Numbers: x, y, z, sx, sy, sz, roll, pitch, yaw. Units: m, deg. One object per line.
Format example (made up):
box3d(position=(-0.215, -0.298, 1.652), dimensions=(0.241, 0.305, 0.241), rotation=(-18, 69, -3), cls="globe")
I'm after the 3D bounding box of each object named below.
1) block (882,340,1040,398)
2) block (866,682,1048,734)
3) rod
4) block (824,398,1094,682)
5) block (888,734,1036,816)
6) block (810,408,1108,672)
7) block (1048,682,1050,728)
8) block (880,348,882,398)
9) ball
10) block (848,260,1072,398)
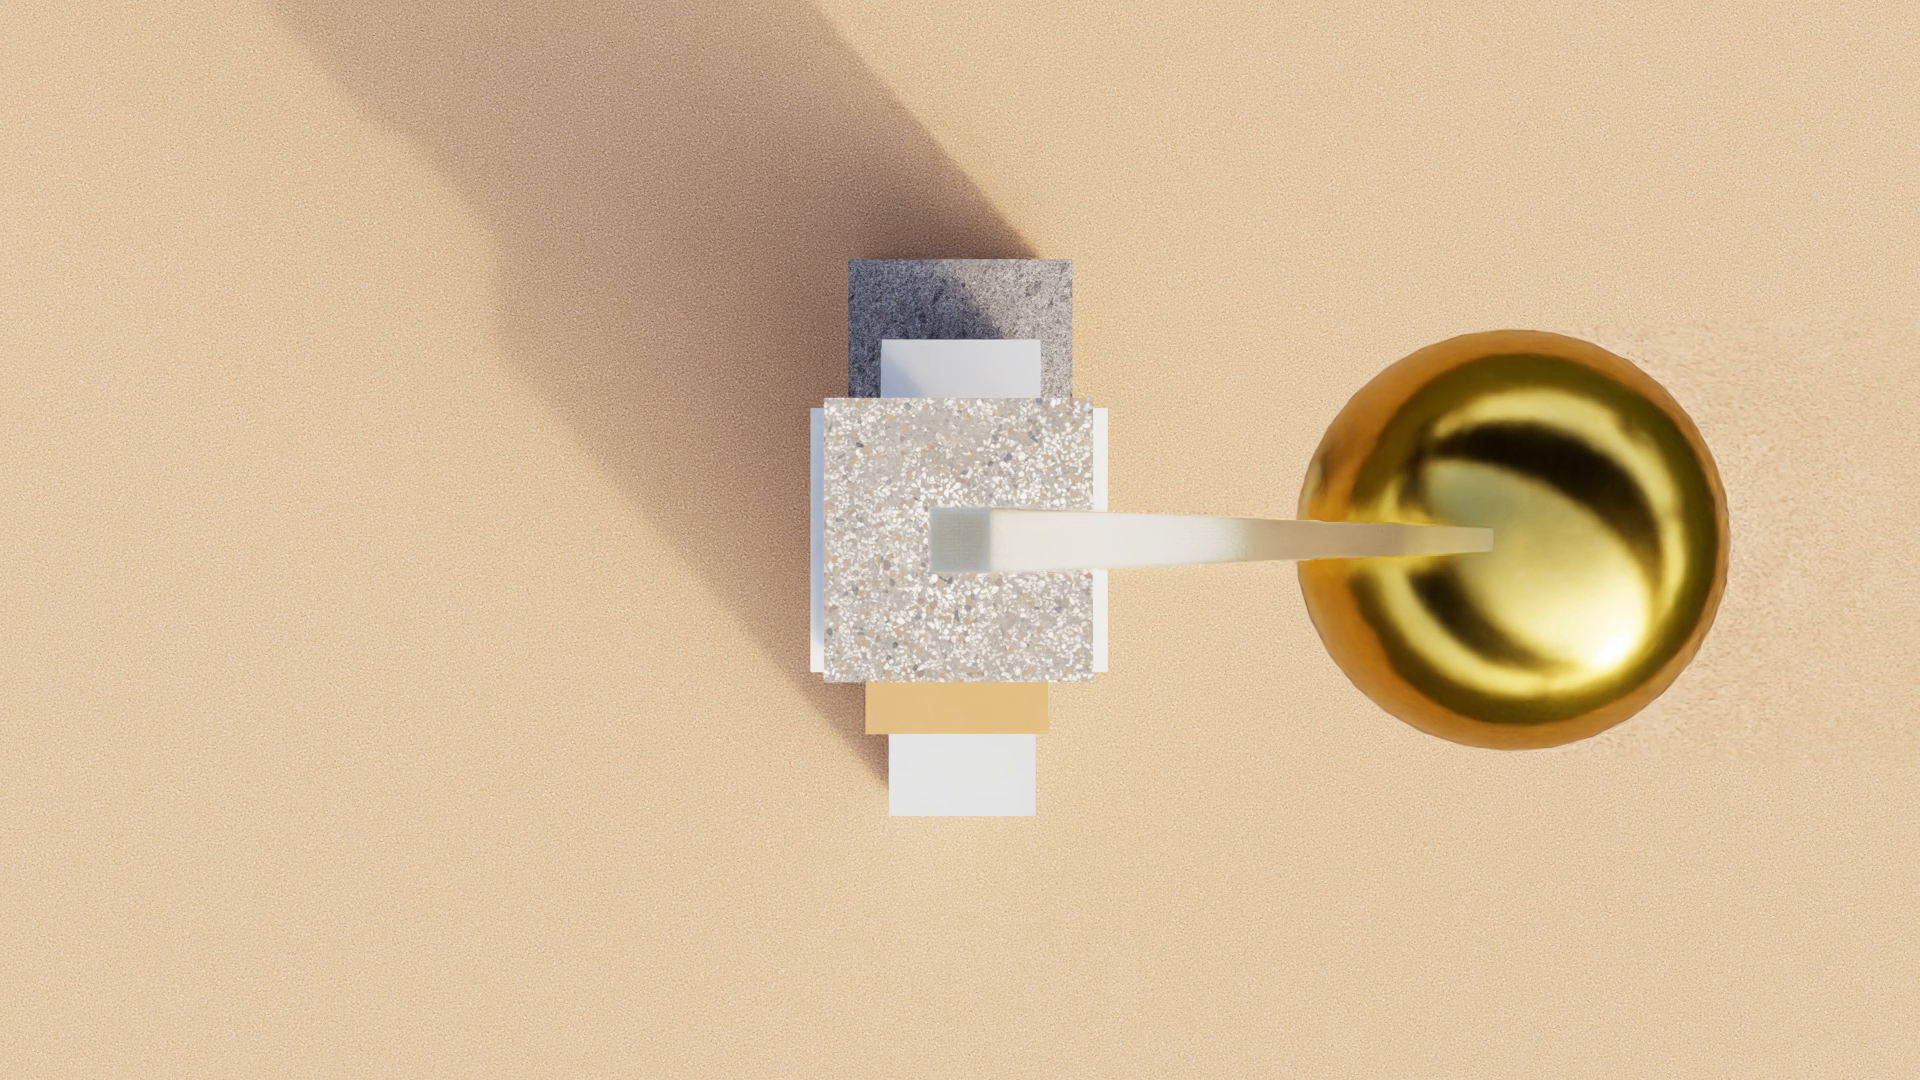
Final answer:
box3d(position=(0.005, -0.528, 10.697), dimensions=(0.747, 0.666, 0.817), rotation=(0, 88, 0), cls="block")
box3d(position=(-0.014, 0.413, 10.457), dimensions=(0.828, 0.958, 0.934), rotation=(0, 90, 0), cls="block")
box3d(position=(0.899, 0.000, 5.140), dimensions=(0.080, 5.200, 0.080), rotation=(0, 90, 20), cls="rod")
box3d(position=(-0.004, 0.000, 6.213), dimensions=(0.715, 0.758, 0.754), rotation=(0, 90, 0), cls="block")
box3d(position=(0.012, 1.143, 12.558), dimensions=(0.807, 0.884, 0.756), rotation=(0, 90, 0), cls="block")
box3d(position=(-0.003, 0.000, 7.062), dimensions=(0.890, 0.941, 0.790), rotation=(0, 90, 0), cls="block")
box3d(position=(-0.008, 0.446, 11.412), dimensions=(0.907, 0.951, 0.976), rotation=(0, 90, 0), cls="block")
box3d(position=(0.003, -0.508, 11.461), dimensions=(0.801, 0.863, 0.882), rotation=(0, 88, 0), cls="block")
box3d(position=(2.074, 0.000, 8.330), dimensions=(1.600, 1.600, 1.600), rotation=(0, 90, 0), cls="ball")
box3d(position=(0.002, -0.926, 12.453), dimensions=(1.214, 1.094, 1.189), rotation=(0, 90, 0), cls="block")
